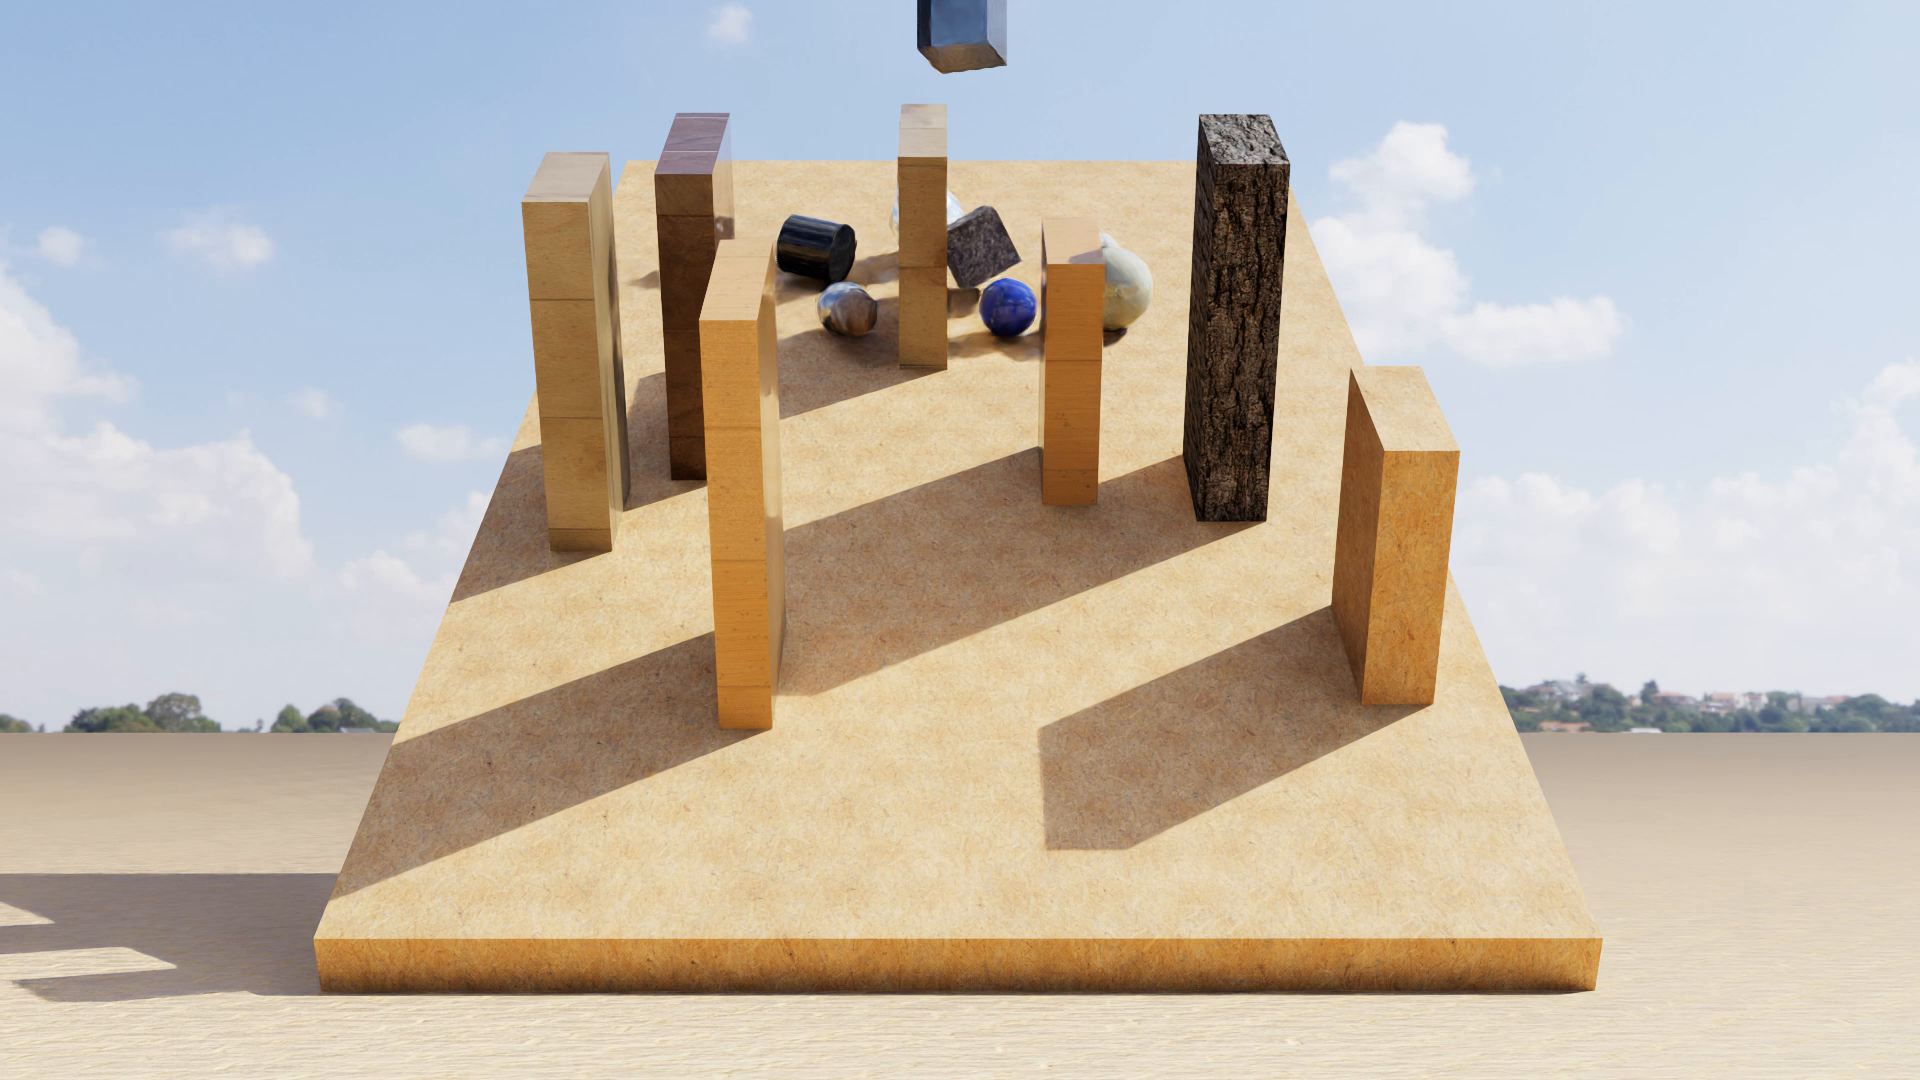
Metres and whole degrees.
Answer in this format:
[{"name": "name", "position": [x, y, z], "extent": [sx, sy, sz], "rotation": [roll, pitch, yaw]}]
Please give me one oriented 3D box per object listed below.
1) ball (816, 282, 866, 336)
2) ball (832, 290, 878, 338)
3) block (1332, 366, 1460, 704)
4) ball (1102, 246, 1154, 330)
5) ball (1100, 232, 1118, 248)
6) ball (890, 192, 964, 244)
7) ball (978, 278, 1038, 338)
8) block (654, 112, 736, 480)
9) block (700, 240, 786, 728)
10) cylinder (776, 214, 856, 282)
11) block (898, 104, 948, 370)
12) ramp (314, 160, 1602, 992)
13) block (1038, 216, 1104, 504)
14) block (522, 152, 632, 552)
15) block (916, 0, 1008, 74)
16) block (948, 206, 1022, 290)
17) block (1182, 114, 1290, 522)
[{"name": "ball", "position": [-0.290, -0.579, 5.914], "extent": [0.137, 0.137, 0.137], "rotation": [0, -5, 0]}, {"name": "ball", "position": [-0.258, -0.555, 5.793], "extent": [0.114, 0.114, 0.114], "rotation": [0, -5, 0]}, {"name": "block", "position": [0.798, -0.014, 4.370], "extent": [0.131, 0.507, 0.387], "rotation": [0, 26, 0]}, {"name": "ball", "position": [0.382, -0.633, 5.948], "extent": [0.208, 0.208, 0.208], "rotation": [0, -5, 0]}, {"name": "ball", "position": [0.366, -0.762, 6.307], "extent": [0.119, 0.119, 0.119], "rotation": [0, -5, 0]}, {"name": "ball", "position": [-0.090, -0.864, 6.417], "extent": [0.202, 0.202, 0.202], "rotation": [0, -5, 0]}, {"name": "ball", "position": [0.120, -0.581, 5.912], "extent": [0.147, 0.147, 0.147], "rotation": [0, -5, 0]}, {"name": "block", "position": [-0.571, -0.541, 5.211], "extent": [0.119, 0.694, 0.445], "rotation": [0, 26, 0]}, {"name": "block", "position": [-0.383, -0.101, 4.231], "extent": [0.095, 0.780, 0.401], "rotation": [0, 26, 0]}, {"name": "cylinder", "position": [-0.380, -0.774, 6.269], "extent": [0.155, 0.155, 0.155], "rotation": [14, 1, 22]}, {"name": "block", "position": [-0.089, -0.751, 5.817], "extent": [0.116, 0.534, 0.441], "rotation": [0, 26, 0]}, {"name": "ramp", "position": [-0.010, -0.228, 5.477], "extent": [2.000, 0.100, 4.000], "rotation": [0, 26, 0]}, {"name": "block", "position": [0.236, -0.388, 5.077], "extent": [0.118, 0.543, 0.308], "rotation": [0, 26, 0]}, {"name": "block", "position": [-0.778, -0.384, 4.833], "extent": [0.127, 0.748, 0.322], "rotation": [0, 26, 0]}, {"name": "block", "position": [0.007, -1.439, 6.575], "extent": [0.201, 0.201, 0.201], "rotation": [-4, -11, 18]}, {"name": "block", "position": [0.042, -0.763, 6.161], "extent": [0.159, 0.159, 0.159], "rotation": [-29, 13, -3]}, {"name": "block", "position": [0.574, -0.466, 4.969], "extent": [0.147, 0.781, 0.346], "rotation": [0, 26, 0]}]
